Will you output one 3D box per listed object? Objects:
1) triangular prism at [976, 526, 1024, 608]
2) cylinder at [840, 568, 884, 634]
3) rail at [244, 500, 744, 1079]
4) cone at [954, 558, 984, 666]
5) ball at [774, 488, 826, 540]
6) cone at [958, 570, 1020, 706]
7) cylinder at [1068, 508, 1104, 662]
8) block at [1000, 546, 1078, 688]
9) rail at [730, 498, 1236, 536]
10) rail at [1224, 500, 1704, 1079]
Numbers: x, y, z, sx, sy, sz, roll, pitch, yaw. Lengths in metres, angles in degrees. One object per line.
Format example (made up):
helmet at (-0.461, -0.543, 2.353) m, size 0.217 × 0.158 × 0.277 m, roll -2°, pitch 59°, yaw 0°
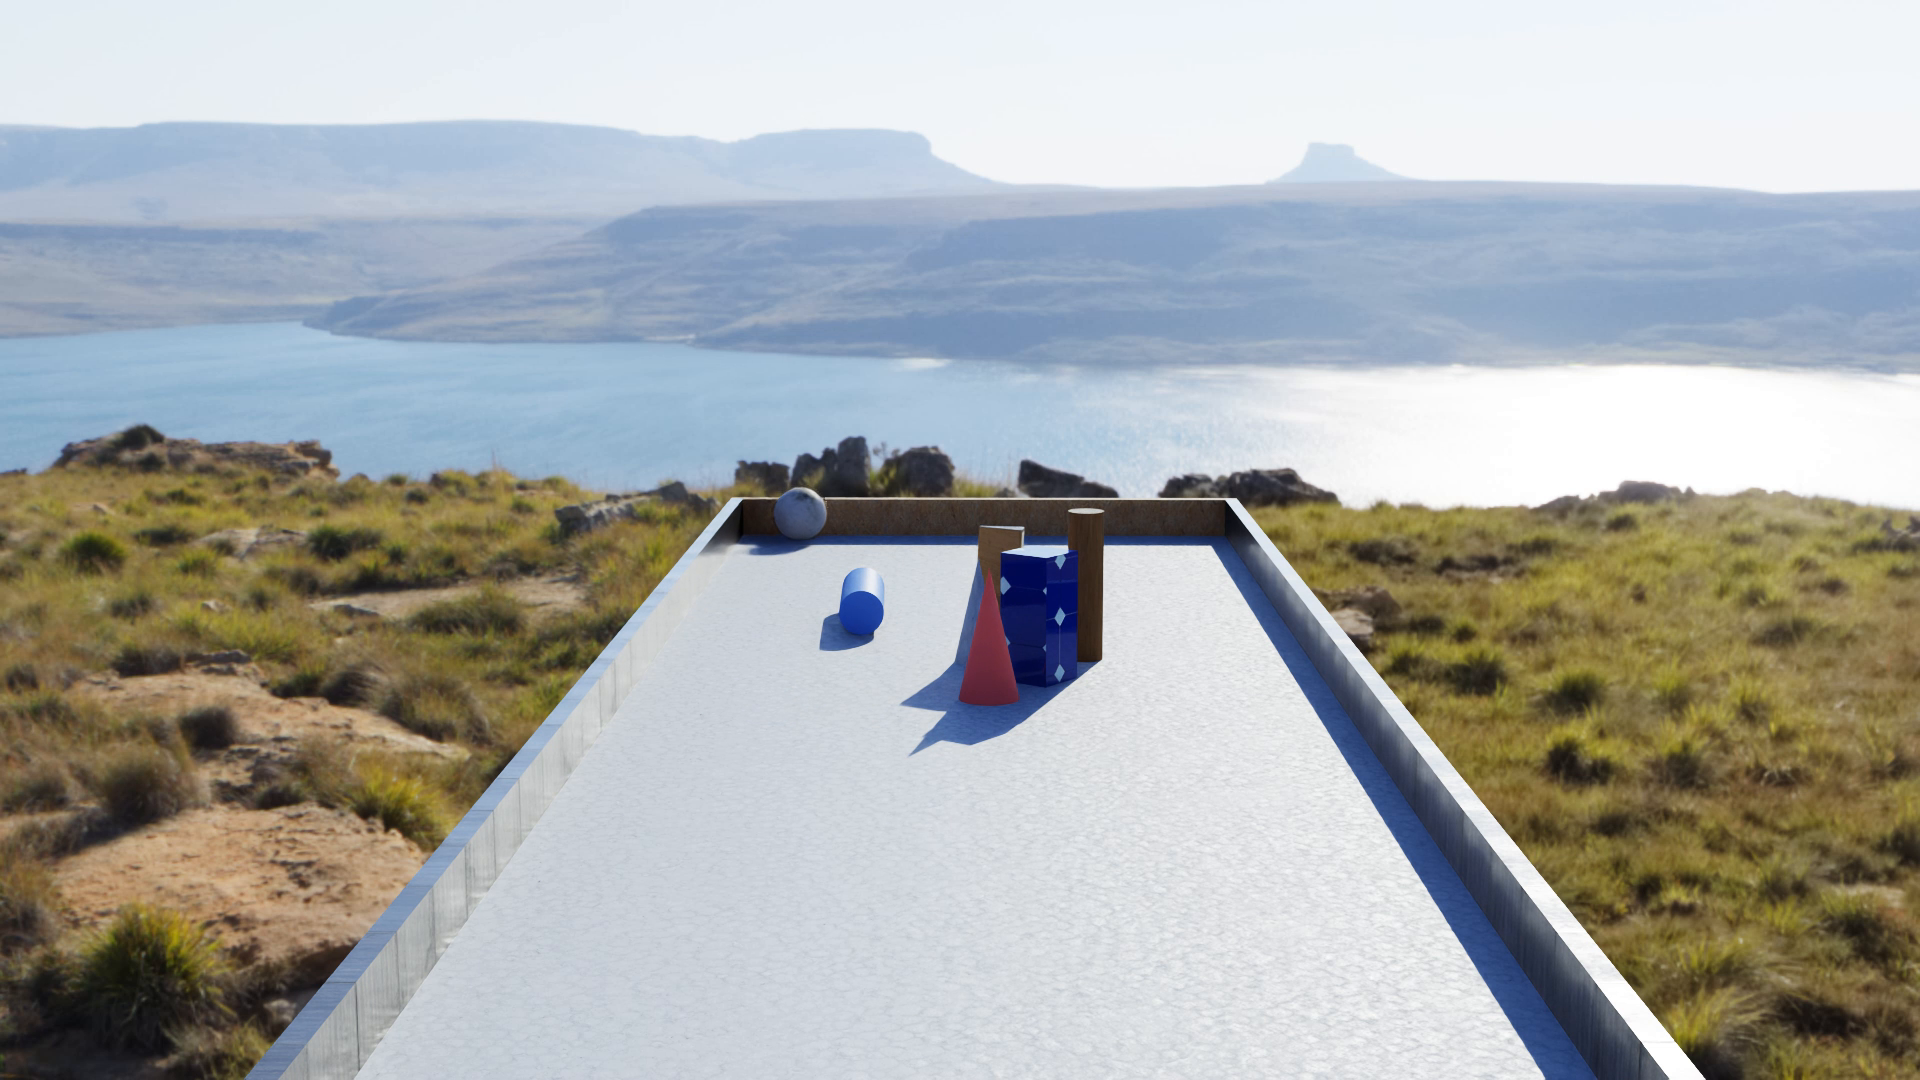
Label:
triangular prism at (0.148, 0.153, 6.776) m, size 0.153 × 0.385 × 0.133 m, roll 6°, pitch 5°, yaw 33°
cylinder at (-0.323, 0.199, 7.290) m, size 0.145 × 0.145 × 0.446 m, roll 0°, pitch 9°, yaw -2°
rail at (-1.004, 0.839, 3.234) m, size 0.050 × 0.150 × 12.000 m, roll 0°, pitch 9°, yaw 1°
cone at (0.056, 0.210, 6.649) m, size 0.146 × 0.323 × 0.146 m, roll 0°, pitch 9°, yaw 0°
ball at (-0.653, -0.108, 8.999) m, size 0.216 × 0.216 × 0.216 m, roll 0°, pitch 9°, yaw 0°
cone at (0.082, 0.262, 6.163) m, size 0.173 × 0.373 × 0.173 m, roll 0°, pitch 9°, yaw 0°
cylinder at (0.382, 0.137, 6.687) m, size 0.108 × 0.456 × 0.108 m, roll 0°, pitch 9°, yaw 0°
block at (0.231, 0.220, 6.409) m, size 0.161 × 0.379 × 0.161 m, roll 7°, pitch 11°, yaw 36°
rail at (0.099, -0.098, 9.147) m, size 2.100 × 0.150 × 0.050 m, roll 0°, pitch 9°, yaw 1°
rail at (1.046, 0.843, 3.208) m, size 0.050 × 0.150 × 12.000 m, roll 0°, pitch 9°, yaw 1°
